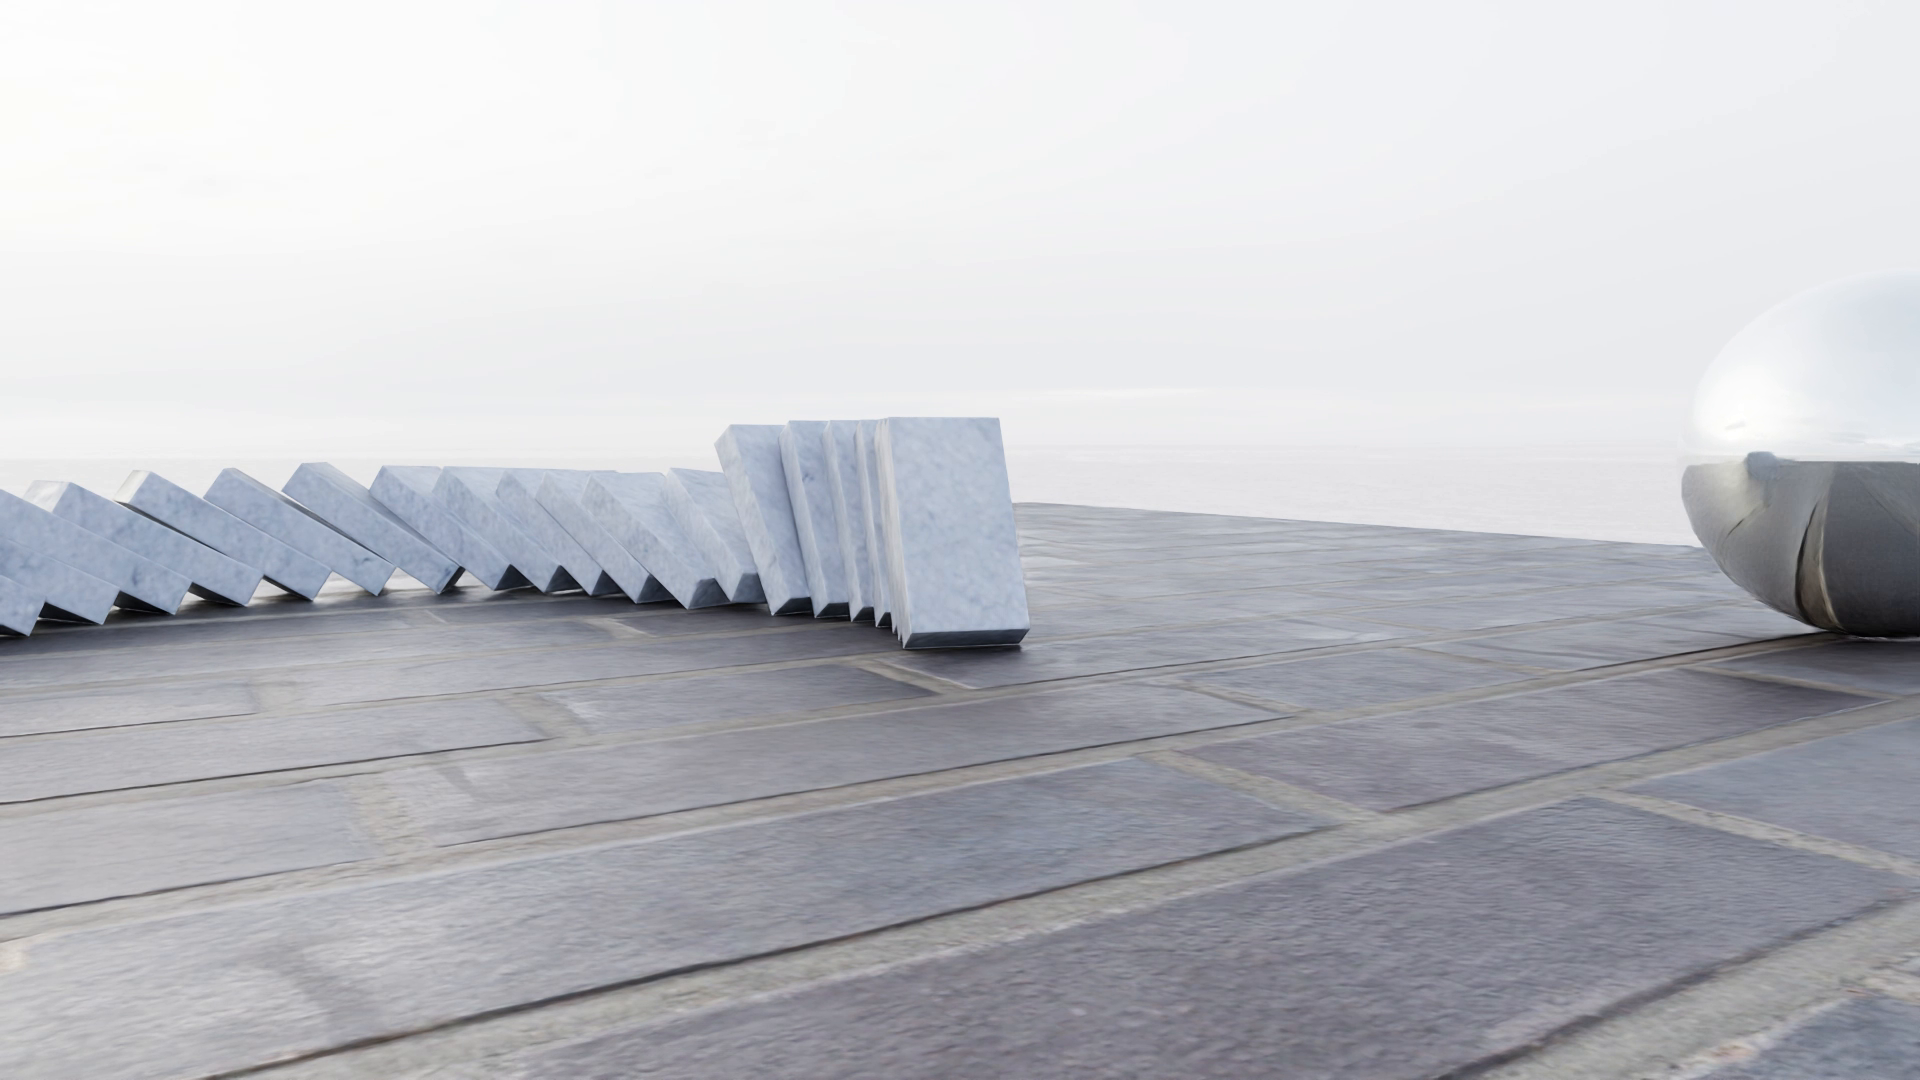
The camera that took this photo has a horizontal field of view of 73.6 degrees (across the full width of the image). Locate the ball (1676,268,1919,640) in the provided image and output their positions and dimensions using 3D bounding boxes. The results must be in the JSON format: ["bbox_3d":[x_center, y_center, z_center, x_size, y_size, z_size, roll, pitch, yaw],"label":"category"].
[{"bbox_3d":[0.201,-0.018,0.279,0.080,0.080,0.080,0,4,0],"label":"ball"}]

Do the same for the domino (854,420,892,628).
[{"bbox_3d":[-0.010,-0.005,0.307,0.025,0.050,0.010,-1,-24,-17],"label":"domino"}]

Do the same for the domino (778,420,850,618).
[{"bbox_3d":[-0.028,-0.006,0.325,0.025,0.050,0.010,-2,-24,-29],"label":"domino"}]

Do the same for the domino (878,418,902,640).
[{"bbox_3d":[-0.003,-0.003,0.286,0.025,0.050,0.010,-1,-24,-14],"label":"domino"}]

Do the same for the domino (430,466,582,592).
[{"bbox_3d":[-0.128,-0.004,0.377,0.050,0.010,0.025,37,16,18],"label":"domino"}]

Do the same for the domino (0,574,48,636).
[{"bbox_3d":[-0.222,0.006,0.266,0.025,0.010,0.050,0,-26,16],"label":"domino"}]

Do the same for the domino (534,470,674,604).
[{"bbox_3d":[-0.094,-0.002,0.360,0.050,0.010,0.025,40,24,27],"label":"domino"}]

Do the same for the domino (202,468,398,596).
[{"bbox_3d":[-0.184,-0.003,0.361,0.050,0.009,0.025,35,-10,-22],"label":"domino"}]

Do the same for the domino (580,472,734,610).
[{"bbox_3d":[-0.078,-0.001,0.350,0.050,0.009,0.025,39,24,27],"label":"domino"}]

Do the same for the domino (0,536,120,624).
[{"bbox_3d":[-0.222,0.005,0.289,0.025,0.010,0.050,2,-24,27],"label":"domino"}]

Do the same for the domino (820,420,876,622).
[{"bbox_3d":[-0.018,-0.005,0.317,0.025,0.050,0.010,-2,-24,-24],"label":"domino"}]

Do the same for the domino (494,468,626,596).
[{"bbox_3d":[-0.109,-0.003,0.371,0.050,0.010,0.025,40,22,27],"label":"domino"}]

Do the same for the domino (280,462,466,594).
[{"bbox_3d":[-0.167,-0.004,0.371,0.050,0.010,0.025,36,-3,-12],"label":"domino"}]

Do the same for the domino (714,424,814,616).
[{"bbox_3d":[-0.043,-0.006,0.332,0.025,0.050,0.009,-4,-26,-42],"label":"domino"}]

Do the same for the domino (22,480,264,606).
[{"bbox_3d":[-0.208,0.001,0.327,0.025,0.009,0.050,3,-25,37],"label":"domino"}]

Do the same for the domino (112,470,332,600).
[{"bbox_3d":[-0.198,-0.001,0.345,0.025,0.010,0.050,5,-27,48],"label":"domino"}]

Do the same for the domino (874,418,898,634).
[{"bbox_3d":[-0.005,-0.004,0.297,0.025,0.050,0.009,-1,-24,-14],"label":"domino"}]

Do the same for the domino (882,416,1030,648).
[{"bbox_3d":[-0.002,-0.002,0.275,0.025,0.050,0.009,-1,-24,-14],"label":"domino"}]

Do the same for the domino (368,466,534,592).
[{"bbox_3d":[-0.147,-0.004,0.381,0.050,0.010,0.025,35,11,10],"label":"domino"}]

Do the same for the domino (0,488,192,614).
[{"bbox_3d":[-0.216,0.003,0.308,0.025,0.010,0.050,2,-26,30],"label":"domino"}]

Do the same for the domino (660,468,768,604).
[{"bbox_3d":[-0.059,-0.001,0.346,0.025,0.009,0.050,4,31,-40],"label":"domino"}]
